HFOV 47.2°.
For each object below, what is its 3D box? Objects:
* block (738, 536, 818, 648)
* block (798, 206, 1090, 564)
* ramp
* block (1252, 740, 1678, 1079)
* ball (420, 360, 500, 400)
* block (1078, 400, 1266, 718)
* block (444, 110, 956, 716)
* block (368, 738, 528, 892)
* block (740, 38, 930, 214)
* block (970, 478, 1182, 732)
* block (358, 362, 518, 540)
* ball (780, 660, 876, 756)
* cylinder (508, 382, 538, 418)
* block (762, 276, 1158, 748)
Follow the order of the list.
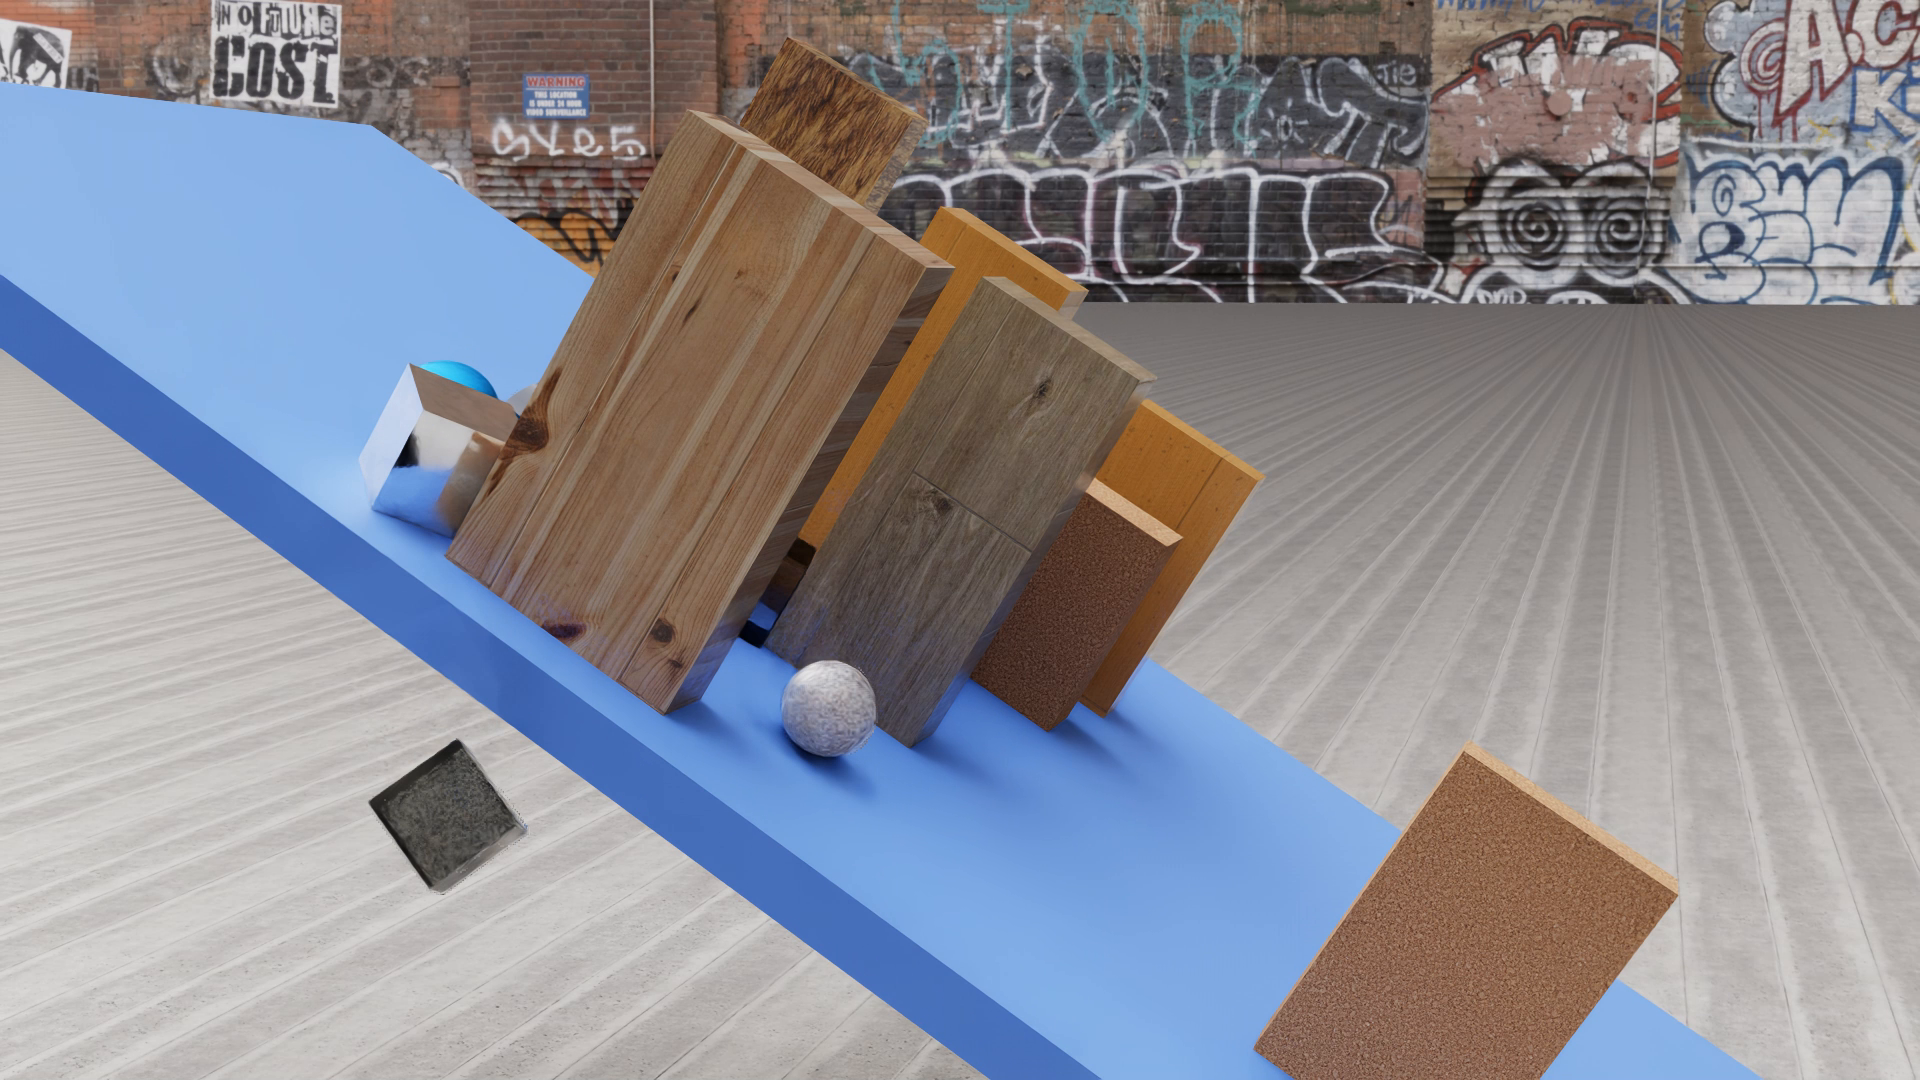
[{"bbox_3d":[-0.362,0.060,3.780,0.158,0.158,0.158,30,15,-5],"label":"block"},{"bbox_3d":[-0.096,-0.196,3.949,0.275,0.763,0.136,34,15,11],"label":"block"},{"bbox_3d":[-0.148,0.246,4.110,4.000,0.100,2.000,34,15,11],"label":"ramp"},{"bbox_3d":[0.754,0.641,3.309,0.362,0.573,0.087,34,15,11],"label":"block"},{"bbox_3d":[-0.848,-0.205,3.627,0.181,0.181,0.181,0,7,0],"label":"ball"},{"bbox_3d":[0.333,0.038,4.417,0.283,0.574,0.103,34,15,11],"label":"block"},{"bbox_3d":[-0.397,-0.186,3.283,0.426,0.782,0.138,34,15,11],"label":"block"},{"bbox_3d":[-0.700,0.380,3.018,0.143,0.143,0.143,-36,-6,-12],"label":"block"},{"bbox_3d":[-0.417,-0.720,5.020,0.348,0.754,0.121,34,15,11],"label":"block"},{"bbox_3d":[0.181,0.101,4.201,0.284,0.427,0.150,34,15,11],"label":"block"},{"bbox_3d":[-0.813,-0.133,3.462,0.182,0.182,0.182,23,17,-30],"label":"block"},{"bbox_3d":[-0.206,0.264,3.448,0.151,0.151,0.151,0,7,0],"label":"ball"},{"bbox_3d":[-0.676,-0.139,3.736,0.190,0.190,0.190,39,26,26],"label":"cylinder"},{"bbox_3d":[-0.005,-0.046,3.698,0.311,0.736,0.136,34,15,11],"label":"block"}]
